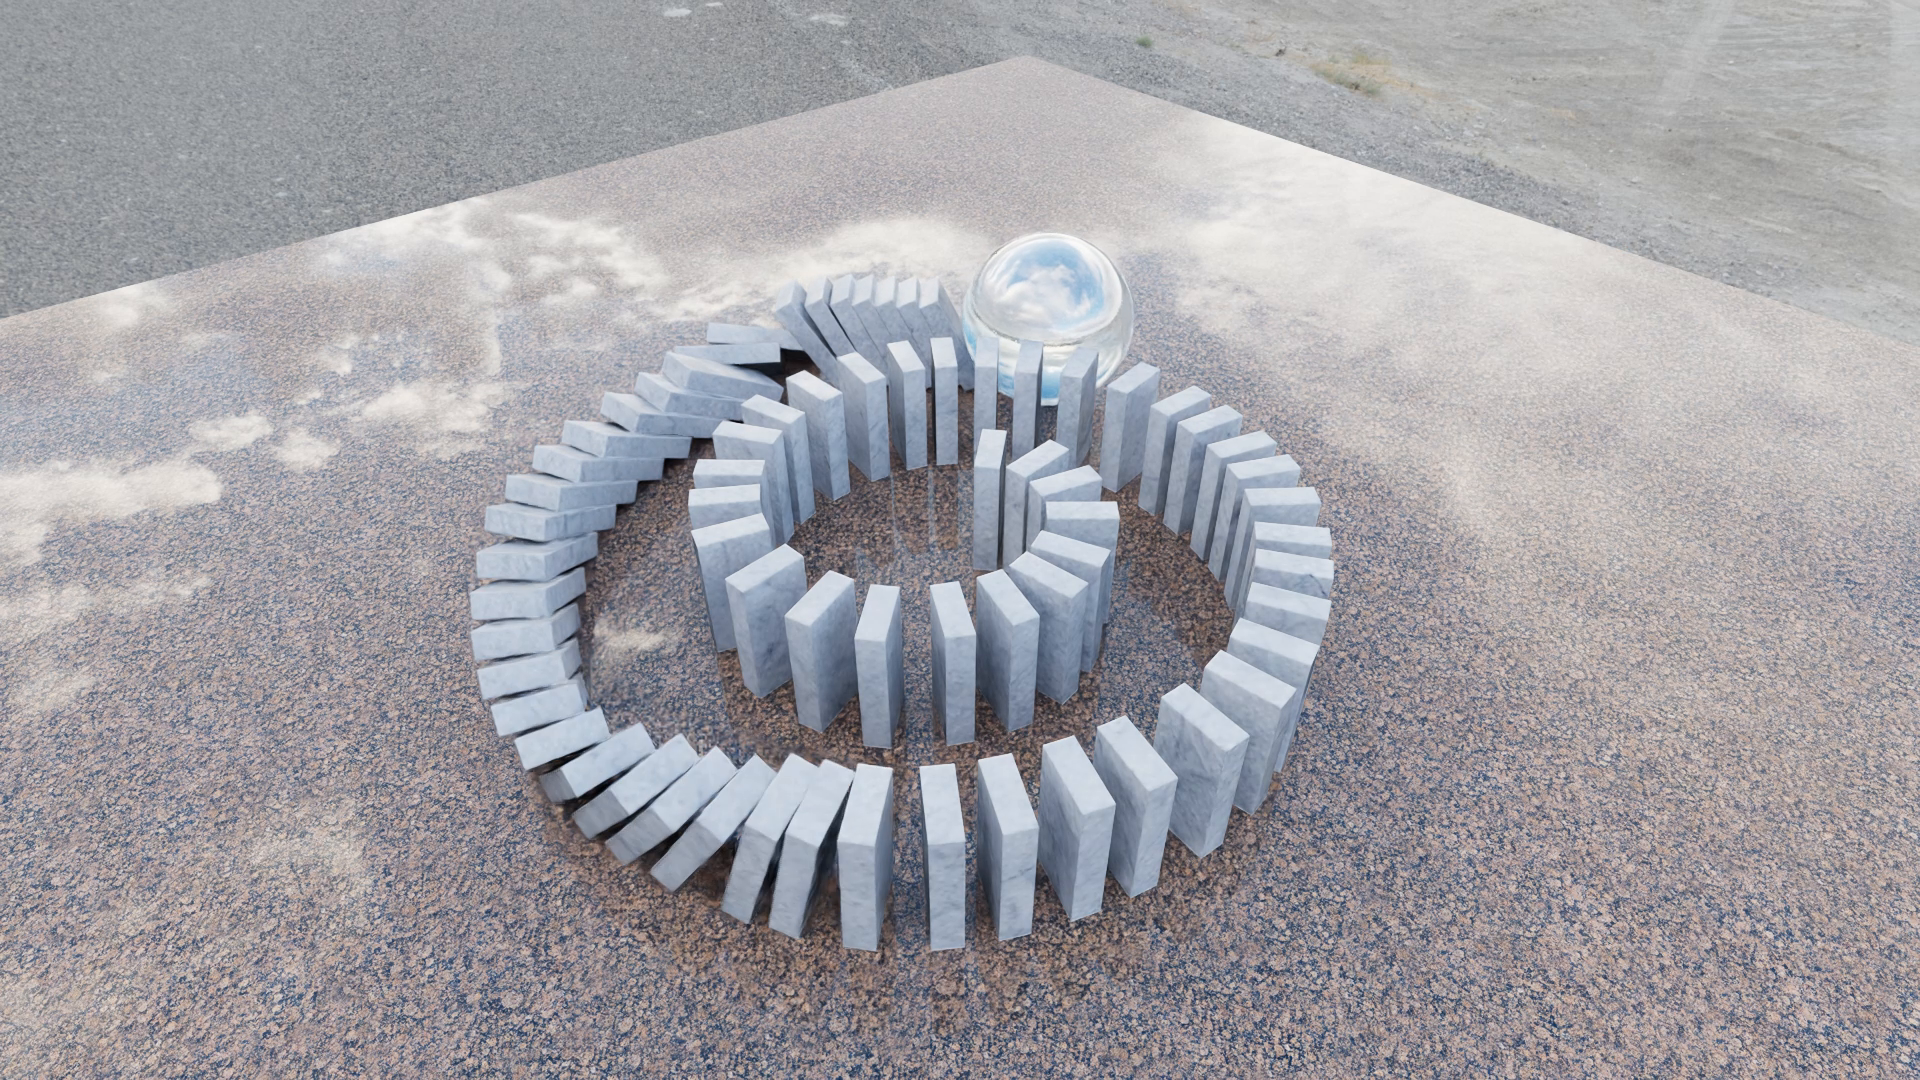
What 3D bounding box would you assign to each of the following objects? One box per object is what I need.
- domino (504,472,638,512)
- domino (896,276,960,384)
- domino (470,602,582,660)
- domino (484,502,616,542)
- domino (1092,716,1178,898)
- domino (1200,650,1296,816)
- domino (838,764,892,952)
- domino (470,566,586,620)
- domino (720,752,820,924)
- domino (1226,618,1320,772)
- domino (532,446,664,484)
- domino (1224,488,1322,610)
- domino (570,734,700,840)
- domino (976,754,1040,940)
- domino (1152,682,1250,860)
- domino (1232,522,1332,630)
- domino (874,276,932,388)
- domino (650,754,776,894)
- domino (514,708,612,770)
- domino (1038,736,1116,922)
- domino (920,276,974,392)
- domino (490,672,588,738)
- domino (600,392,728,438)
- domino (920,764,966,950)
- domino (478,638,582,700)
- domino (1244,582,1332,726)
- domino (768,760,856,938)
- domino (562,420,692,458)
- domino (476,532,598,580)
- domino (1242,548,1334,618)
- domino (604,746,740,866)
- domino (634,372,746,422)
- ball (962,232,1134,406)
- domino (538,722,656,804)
[{"bbox_3d":[-0.157,-0.021,0.449,0.025,0.009,0.050,12,10,17],"label":"domino"},{"bbox_3d":[-0.015,-0.100,0.534,0.009,0.050,0.025,-20,37,15],"label":"domino"},{"bbox_3d":[-0.150,0.031,0.384,0.025,0.010,0.050,-7,5,-9],"label":"domino"},{"bbox_3d":[-0.161,-0.009,0.435,0.025,0.010,0.050,10,9,12],"label":"domino"},{"bbox_3d":[0.048,0.077,0.317,0.009,0.050,0.025,-18,43,-21],"label":"domino"},{"bbox_3d":[0.085,0.060,0.338,0.025,0.050,0.010,28,47,30],"label":"domino"},{"bbox_3d":[-0.026,0.088,0.304,0.009,0.050,0.025,7,40,5],"label":"domino"},{"bbox_3d":[-0.156,0.019,0.401,0.025,0.010,0.050,-3,7,-4],"label":"domino"},{"bbox_3d":[-0.054,0.084,0.308,0.009,0.050,0.025,27,44,4],"label":"domino"},{"bbox_3d":[0.096,0.050,0.350,0.025,0.050,0.010,20,43,23],"label":"domino"},{"bbox_3d":[-0.151,-0.032,0.463,0.025,0.009,0.050,17,11,22],"label":"domino"},{"bbox_3d":[0.115,0.004,0.407,0.025,0.050,0.010,-1,39,-2],"label":"domino"},{"bbox_3d":[-0.097,0.074,0.326,0.025,0.050,0.010,-38,92,-37],"label":"domino"},{"bbox_3d":[0.013,0.086,0.306,0.010,0.050,0.025,-9,40,-11],"label":"domino"},{"bbox_3d":[0.069,0.069,0.327,0.009,0.050,0.025,-25,46,-28],"label":"domino"},{"bbox_3d":[0.114,0.017,0.391,0.025,0.050,0.010,5,40,7],"label":"domino"},{"bbox_3d":[-0.025,-0.100,0.534,0.010,0.050,0.025,-20,37,15],"label":"domino"},{"bbox_3d":[-0.071,0.082,0.314,0.010,0.050,0.025,42,48,-1],"label":"domino"},{"bbox_3d":[-0.124,0.061,0.343,0.025,0.009,0.050,-20,-1,-22],"label":"domino"},{"bbox_3d":[0.032,0.082,0.311,0.009,0.050,0.025,-14,41,-16],"label":"domino"},{"bbox_3d":[-0.004,-0.100,0.533,0.009,0.050,0.025,-20,37,15],"label":"domino"},{"bbox_3d":[-0.135,0.052,0.356,0.025,0.009,0.050,-15,2,-17],"label":"domino"},{"bbox_3d":[-0.132,-0.055,0.492,0.025,0.010,0.050,29,18,31],"label":"domino"},{"bbox_3d":[-0.005,0.088,0.304,0.010,0.050,0.025,-4,40,-5],"label":"domino"},{"bbox_3d":[-0.143,0.042,0.369,0.025,0.010,0.050,-11,3,-13],"label":"domino"},{"bbox_3d":[0.104,0.039,0.364,0.025,0.050,0.009,14,41,16],"label":"domino"},{"bbox_3d":[-0.041,0.086,0.305,0.009,0.050,0.025,21,42,6],"label":"domino"},{"bbox_3d":[-0.143,-0.043,0.476,0.025,0.009,0.050,19,12,26],"label":"domino"},{"bbox_3d":[-0.160,0.005,0.419,0.025,0.010,0.050,2,10,3],"label":"domino"},{"bbox_3d":[0.110,0.027,0.378,0.025,0.050,0.009,9,40,11],"label":"domino"},{"bbox_3d":[-0.084,0.078,0.320,0.009,0.050,0.025,48,50,-2],"label":"domino"},{"bbox_3d":[-0.120,-0.065,0.504,0.025,0.010,0.050,32,19,34],"label":"domino"},{"bbox_3d":[0.041,-0.103,0.513,0.080,0.080,0.080,0,39,0],"label":"ball"},{"bbox_3d":[-0.111,0.068,0.334,0.025,0.050,0.009,-30,91,-31],"label":"domino"}]
